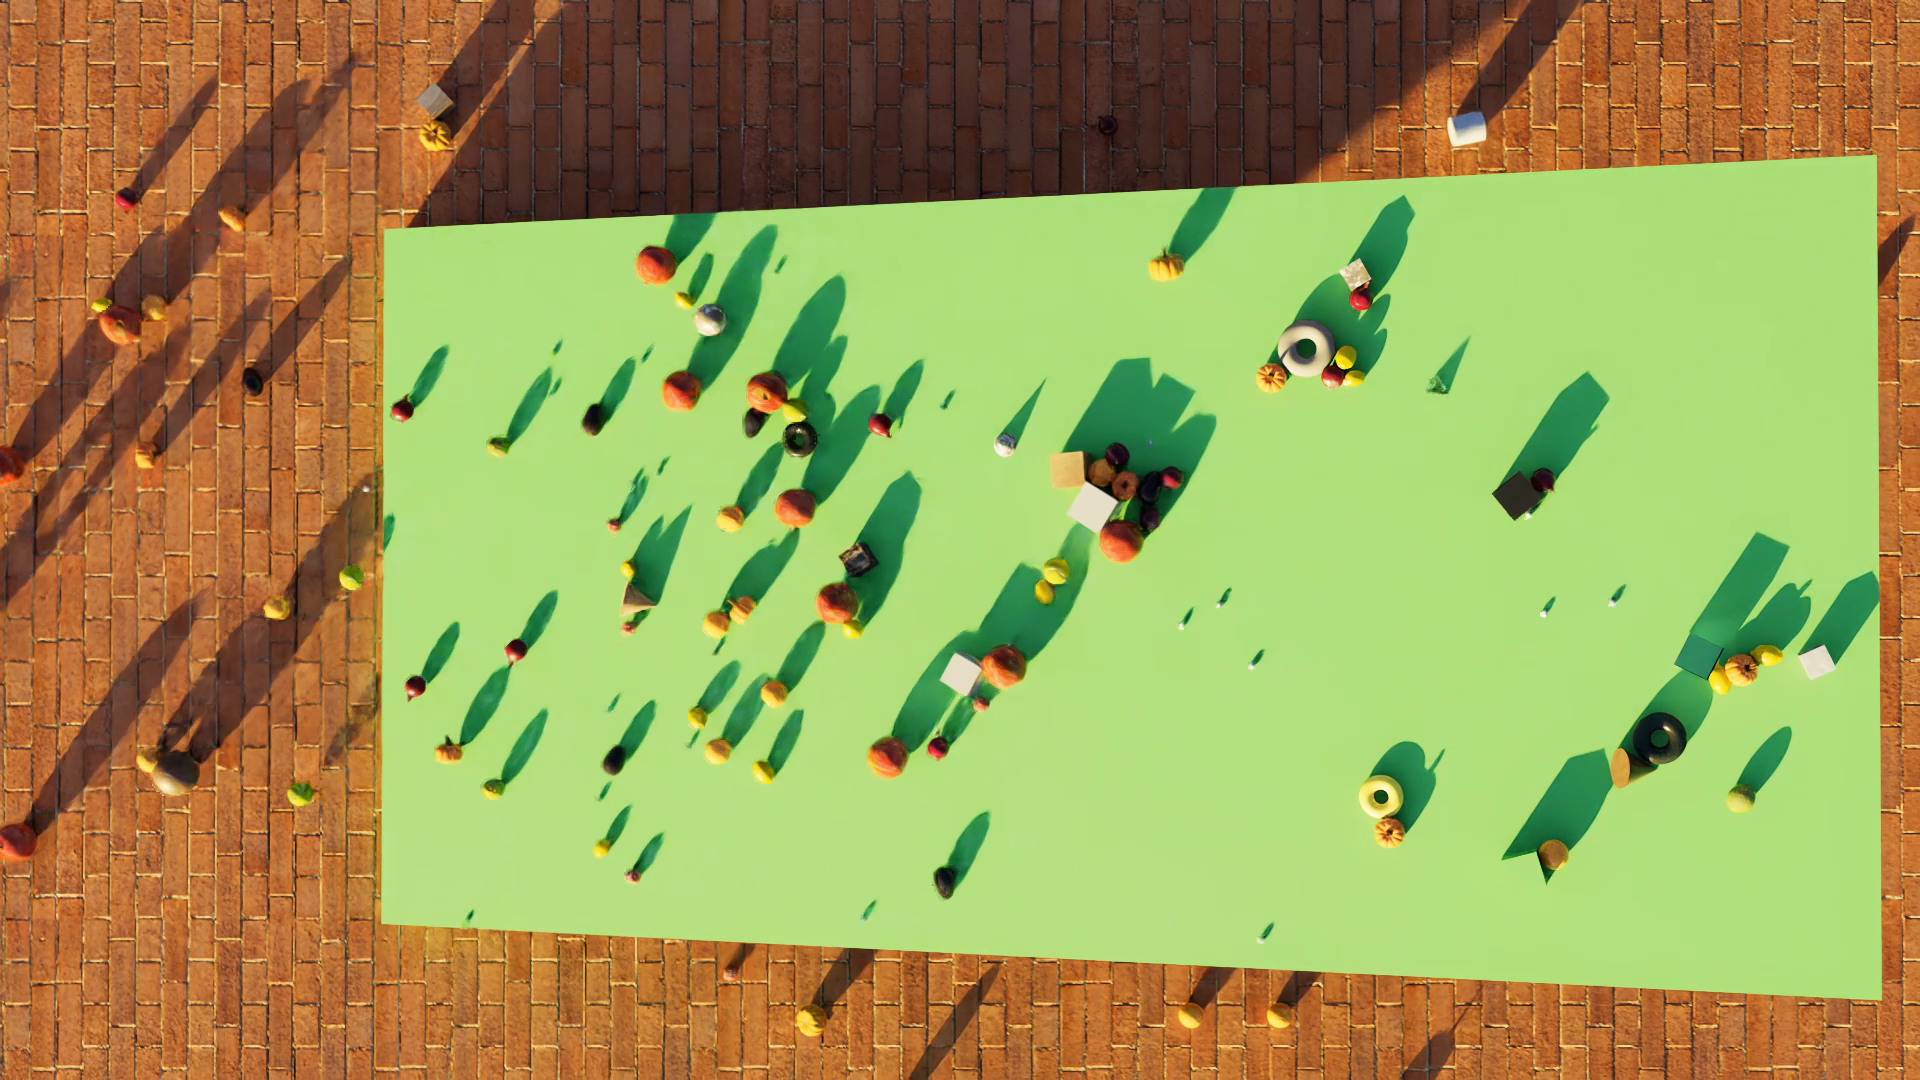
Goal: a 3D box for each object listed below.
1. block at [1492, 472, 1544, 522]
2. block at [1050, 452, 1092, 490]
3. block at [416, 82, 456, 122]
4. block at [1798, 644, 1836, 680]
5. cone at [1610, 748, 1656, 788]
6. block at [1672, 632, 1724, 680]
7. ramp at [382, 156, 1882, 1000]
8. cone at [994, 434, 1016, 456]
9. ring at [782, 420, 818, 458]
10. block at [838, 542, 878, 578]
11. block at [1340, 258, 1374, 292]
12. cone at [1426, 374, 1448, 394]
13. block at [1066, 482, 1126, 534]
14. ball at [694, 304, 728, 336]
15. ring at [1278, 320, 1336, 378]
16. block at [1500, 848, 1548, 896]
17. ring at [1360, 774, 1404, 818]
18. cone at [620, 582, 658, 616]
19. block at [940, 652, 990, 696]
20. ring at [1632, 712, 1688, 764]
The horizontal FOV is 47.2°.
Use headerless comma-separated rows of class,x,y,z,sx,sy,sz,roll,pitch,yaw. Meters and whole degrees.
block,1.369,-0.107,5.399,0.087,0.087,0.087,-40,79,12
block,0.289,-0.181,5.718,0.087,0.087,0.087,-5,88,16
block,-1.527,-1.276,6.412,0.074,0.074,0.074,-43,89,-1
block,2.030,0.289,5.212,0.062,0.062,0.062,-27,82,14
cone,1.646,0.555,5.331,0.098,0.098,0.098,3,89,-10
block,1.771,0.278,5.276,0.085,0.085,0.085,27,97,15
ramp,0.271,0.095,5.817,4.000,0.100,2.000,0,89,16
cone,0.111,-0.252,5.784,0.063,0.063,0.063,0,89,16
ring,-0.435,-0.272,5.960,0.102,0.034,0.102,0,89,17
block,-0.272,0.053,5.889,0.068,0.068,0.068,-34,80,13
block,0.997,-0.664,5.532,0.058,0.058,0.058,-31,81,14
cone,1.199,-0.378,5.487,0.050,0.050,0.050,29,89,-12
block,0.353,-0.082,5.691,0.099,0.099,0.099,33,98,14
ball,-0.681,-0.601,6.008,0.090,0.090,0.090,0,89,0
ring,0.878,-0.486,5.569,0.146,0.049,0.146,0,90,15
block,1.381,0.811,5.382,0.087,0.087,0.087,-17,84,15
ring,1.055,0.643,5.507,0.110,0.037,0.110,-1,88,17
cone,-0.882,0.172,6.079,0.099,0.099,0.099,12,89,-10
block,0.014,0.353,5.792,0.085,0.085,0.085,30,98,15
ring,1.692,0.480,5.319,0.127,0.042,0.127,-1,88,17
